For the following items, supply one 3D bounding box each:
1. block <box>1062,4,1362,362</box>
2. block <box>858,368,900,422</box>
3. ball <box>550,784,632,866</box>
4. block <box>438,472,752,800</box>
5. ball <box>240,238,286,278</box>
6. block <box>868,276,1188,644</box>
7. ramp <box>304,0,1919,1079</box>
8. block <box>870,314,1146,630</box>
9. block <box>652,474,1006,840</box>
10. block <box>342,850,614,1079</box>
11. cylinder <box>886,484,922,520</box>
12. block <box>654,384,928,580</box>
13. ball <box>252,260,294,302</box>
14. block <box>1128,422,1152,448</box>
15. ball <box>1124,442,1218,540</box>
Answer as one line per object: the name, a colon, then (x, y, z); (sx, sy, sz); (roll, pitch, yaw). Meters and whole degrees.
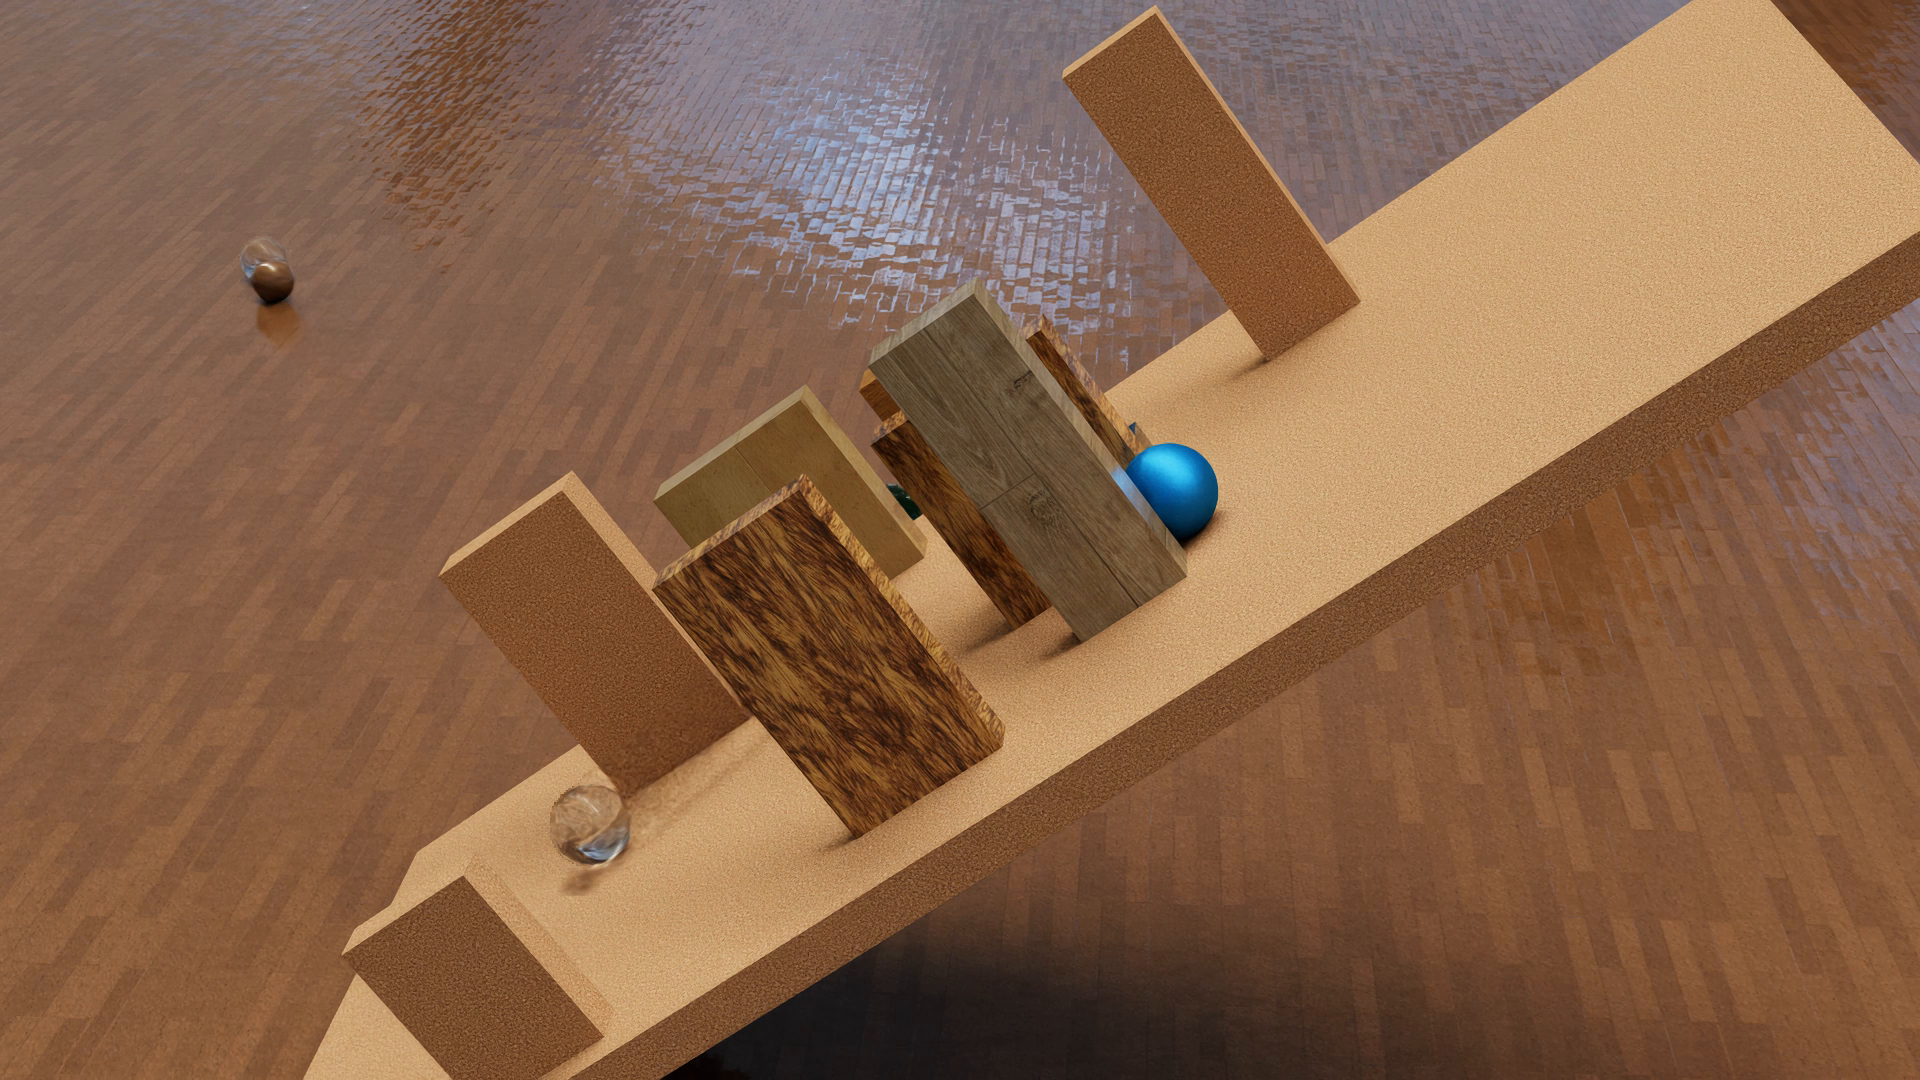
block: (0.553, -0.773, 6.424); (0.244, 0.785, 0.086); (-33, 16, 16)
block: (0.065, -0.184, 6.231); (0.254, 0.573, 0.124); (-33, 16, 16)
ball: (-0.829, 0.640, 6.610); (0.181, 0.181, 0.181); (0, 22, 0)
block: (-0.838, 0.226, 6.844); (0.372, 0.695, 0.124); (-33, 16, 16)
ball: (-3.019, -1.213, 12.748); (0.194, 0.194, 0.194); (0, 22, 0)
block: (0.137, -0.152, 5.727); (0.251, 0.705, 0.115); (-33, 16, 16)
ramp: (0.132, 0.177, 6.315); (4.000, 0.100, 2.000); (-33, 16, 16)
block: (0.141, -0.137, 6.058); (0.430, 0.502, 0.110); (-33, 16, 16)
block: (-0.246, 0.228, 5.619); (0.353, 0.641, 0.088); (-33, 16, 16)
block: (-0.939, 0.864, 5.743); (0.312, 0.431, 0.104); (-33, 16, 16)
cylinder: (-0.211, -0.090, 9.984); (0.193, 0.193, 0.193); (4, 23, 10)
block: (-0.403, -0.046, 7.044); (0.445, 0.486, 0.112); (-33, 16, 16)
ball: (-2.917, -1.101, 12.489); (0.181, 0.181, 0.181); (0, 22, 0)
block: (0.351, -0.125, 6.214); (0.152, 0.152, 0.152); (-33, 16, 16)
ball: (0.420, -0.096, 5.894); (0.197, 0.197, 0.197); (0, 22, 0)
